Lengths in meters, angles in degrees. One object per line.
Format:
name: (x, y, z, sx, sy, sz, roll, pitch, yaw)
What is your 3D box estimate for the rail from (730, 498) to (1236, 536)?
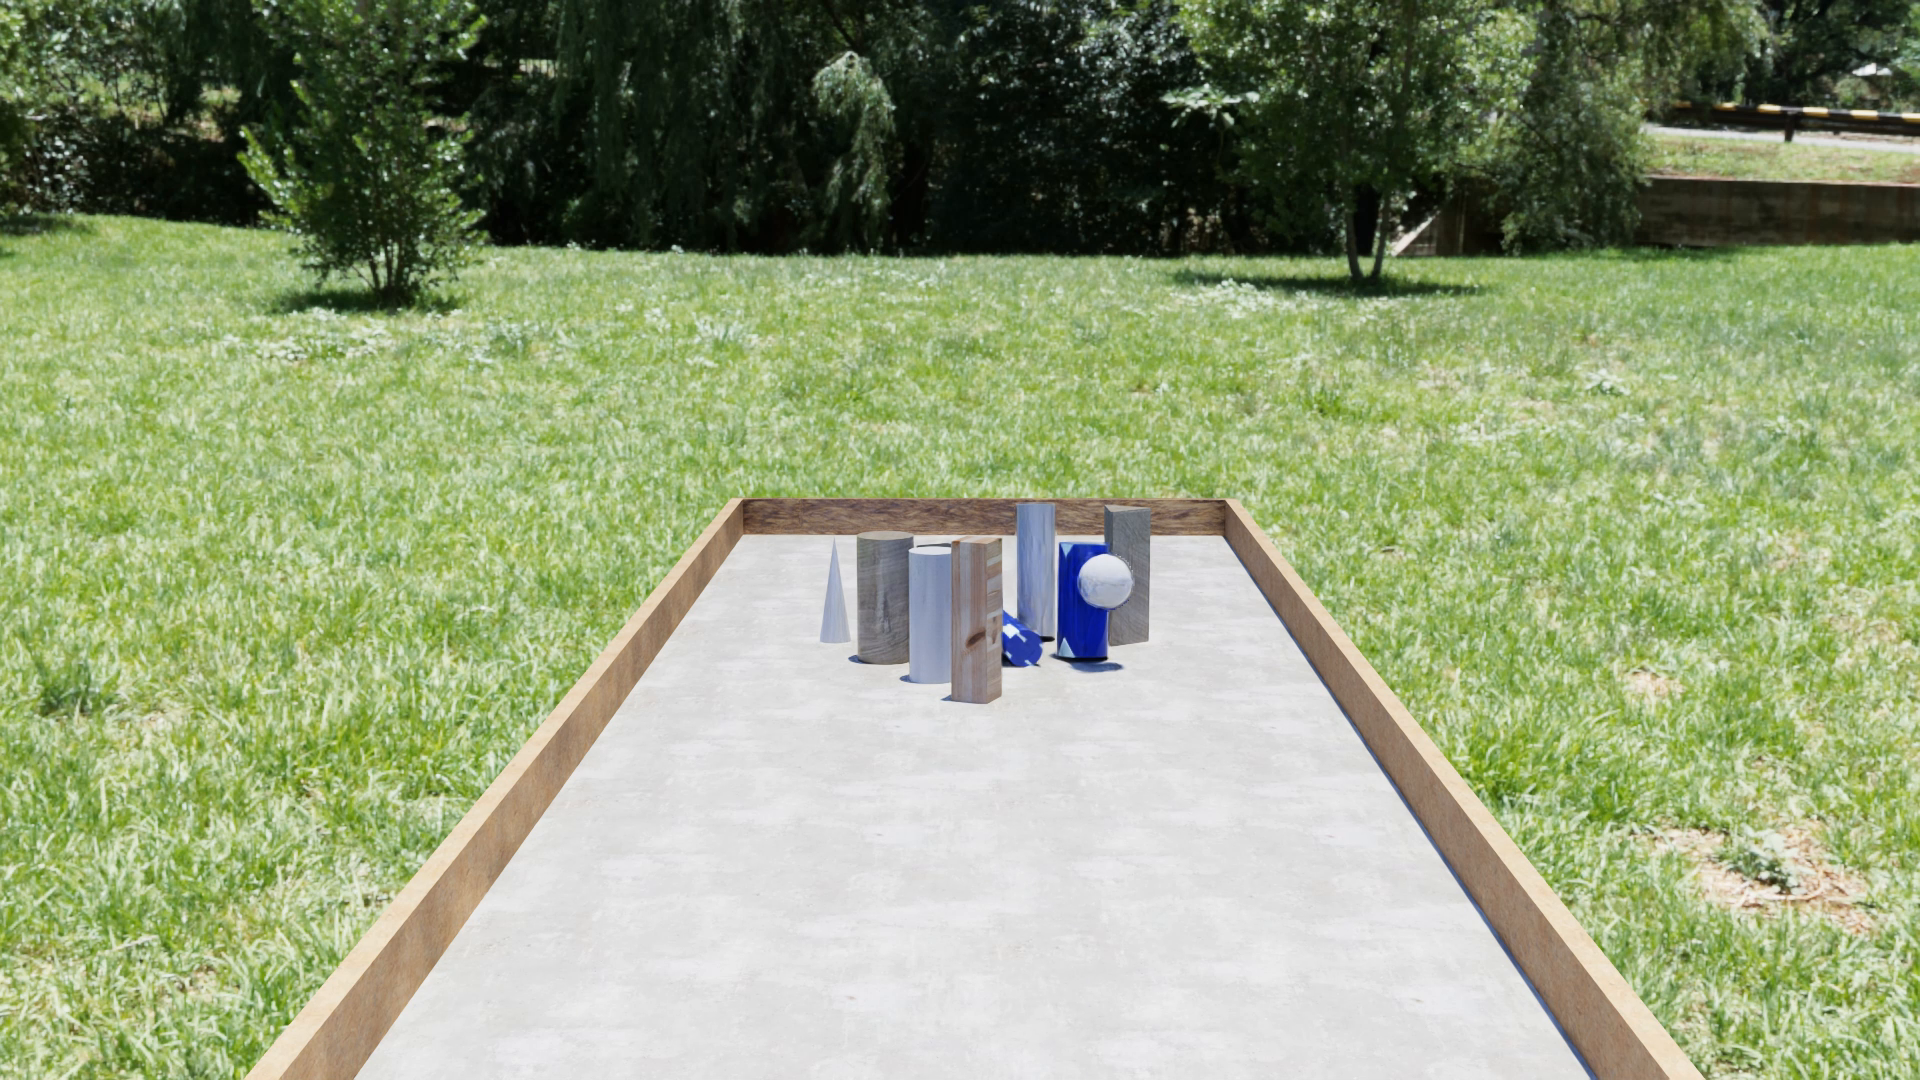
rail: (0.099, -0.098, 9.147, 2.100, 0.150, 0.050, 0, 9, 1)

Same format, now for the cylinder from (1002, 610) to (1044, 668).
cylinder: (0.143, 0.292, 6.801, 0.114, 0.114, 0.438, -2, 9, -13)

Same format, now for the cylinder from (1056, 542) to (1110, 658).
cylinder: (0.376, 0.182, 6.715, 0.158, 0.342, 0.158, 1, 2, 0)

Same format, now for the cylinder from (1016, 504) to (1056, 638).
cylinder: (0.242, 0.097, 7.013, 0.124, 0.418, 0.124, 0, 0, 0)

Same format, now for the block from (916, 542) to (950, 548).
block: (-0.063, 0.170, 6.969, 0.112, 0.303, 0.112, -5, 10, -26)

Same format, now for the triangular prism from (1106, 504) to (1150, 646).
triangular prism: (0.499, 0.108, 6.961, 0.154, 0.428, 0.134, -6, 11, -33)

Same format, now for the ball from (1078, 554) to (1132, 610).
ball: (0.432, 0.125, 6.561, 0.164, 0.164, 0.164, 0, 9, 0)

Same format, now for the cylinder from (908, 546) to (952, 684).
cylinder: (-0.078, 0.219, 6.413, 0.142, 0.381, 0.142, 0, 9, 0)

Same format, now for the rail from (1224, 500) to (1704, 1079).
rail: (1.046, 0.843, 3.208, 0.050, 0.150, 12.000, 0, 9, 1)

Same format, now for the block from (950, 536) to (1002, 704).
block: (0.047, 0.223, 6.157, 0.109, 0.453, 0.109, 4, 10, 23)

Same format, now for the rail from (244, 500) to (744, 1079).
rail: (-1.004, 0.839, 3.234, 0.050, 0.150, 12.000, 0, 9, 1)

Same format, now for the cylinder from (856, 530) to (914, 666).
cylinder: (-0.226, 0.174, 6.686, 0.174, 0.383, 0.174, 0, 9, 0)

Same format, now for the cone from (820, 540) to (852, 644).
cone: (-0.397, 0.153, 6.967, 0.102, 0.337, 0.102, 0, 9, 0)
